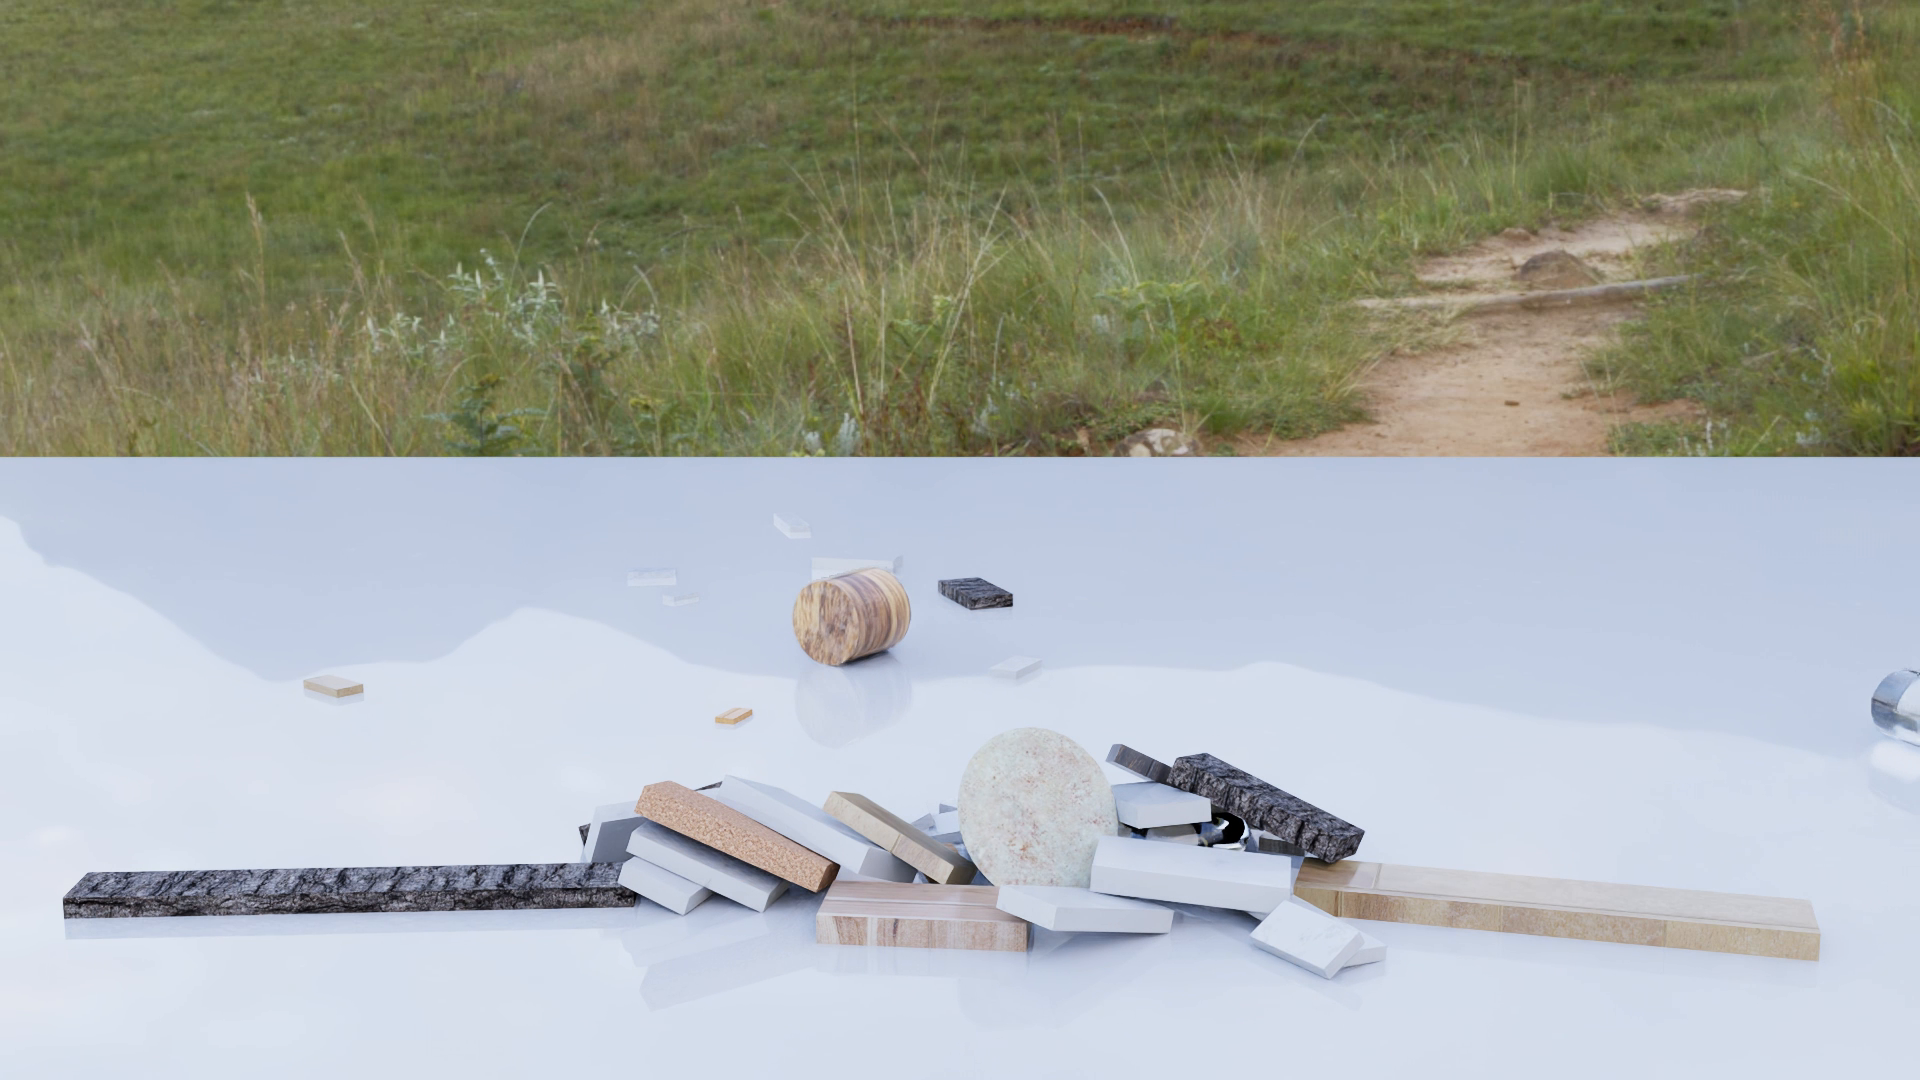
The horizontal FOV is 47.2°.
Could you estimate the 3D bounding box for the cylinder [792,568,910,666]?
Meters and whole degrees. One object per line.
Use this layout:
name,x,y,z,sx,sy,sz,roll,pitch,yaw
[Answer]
cylinder,-0.260,0.183,5.302,0.203,0.203,0.203,7,13,35

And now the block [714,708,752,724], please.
block,-0.490,0.381,4.761,0.045,0.013,0.090,4,11,21

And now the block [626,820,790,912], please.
block,-0.413,0.532,3.655,0.252,0.036,0.126,22,15,10

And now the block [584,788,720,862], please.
block,-0.520,0.498,3.828,0.250,0.125,0.035,-6,48,-28

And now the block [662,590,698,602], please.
block,-0.760,0.152,5.991,0.045,0.013,0.090,9,14,41

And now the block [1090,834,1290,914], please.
block,0.375,0.541,3.561,0.314,0.044,0.157,6,11,8

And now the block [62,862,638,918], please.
block,-0.995,0.578,3.636,0.914,0.035,0.125,-1,11,-3

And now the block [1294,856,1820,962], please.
block,0.949,0.590,3.544,0.803,0.044,0.157,3,11,15

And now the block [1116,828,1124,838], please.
block,0.213,0.481,3.930,0.084,0.024,0.167,-7,48,-40

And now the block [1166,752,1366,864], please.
block,0.526,0.457,3.777,0.314,0.044,0.157,25,9,24

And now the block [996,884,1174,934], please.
block,0.198,0.579,3.452,0.260,0.037,0.130,10,2,-41

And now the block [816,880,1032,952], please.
block,-0.052,0.597,3.501,0.329,0.047,0.165,1,11,6

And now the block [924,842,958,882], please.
block,-0.033,0.556,3.795,0.070,0.020,0.140,-2,11,-12

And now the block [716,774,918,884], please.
block,-0.241,0.491,3.734,0.329,0.047,0.165,21,-2,34

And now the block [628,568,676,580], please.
block,-0.880,0.095,6.283,0.137,0.019,0.068,-1,11,-6

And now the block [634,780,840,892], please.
block,-0.365,0.491,3.661,0.329,0.047,0.165,22,0,8

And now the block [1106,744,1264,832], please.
block,0.407,0.444,3.947,0.292,0.035,0.122,25,-7,-1

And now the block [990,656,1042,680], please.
block,0.132,0.300,5.175,0.070,0.020,0.140,6,12,27

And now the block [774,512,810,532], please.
block,-0.543,-0.057,7.101,0.068,0.019,0.264,-3,11,-16

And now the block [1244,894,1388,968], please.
block,0.535,0.601,3.493,0.084,0.024,0.335,-2,13,-30

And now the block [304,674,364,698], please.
block,-1.426,0.332,5.003,0.137,0.019,0.068,9,14,41

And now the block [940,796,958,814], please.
block,0.104,0.507,4.014,0.260,0.037,0.130,8,13,38

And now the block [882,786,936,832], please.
block,-0.098,0.500,3.991,0.084,0.024,0.167,-29,14,-3

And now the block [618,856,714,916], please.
block,-0.457,0.547,3.690,0.126,0.036,0.252,24,17,14

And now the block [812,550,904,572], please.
block,-0.299,0.061,6.421,0.244,0.035,0.122,2,11,13

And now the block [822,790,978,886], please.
block,-0.099,0.501,3.693,0.252,0.036,0.126,29,2,22

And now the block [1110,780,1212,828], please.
block,0.319,0.453,3.773,0.130,0.037,0.260,-4,2,-17

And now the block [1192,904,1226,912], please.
block,0.398,0.587,3.638,0.057,0.016,0.114,-8,13,-38

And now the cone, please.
cone,0.070,0.501,3.786,0.297,0.297,0.297,-5,-15,-27

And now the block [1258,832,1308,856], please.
block,0.602,0.526,3.946,0.084,0.024,0.168,5,12,25

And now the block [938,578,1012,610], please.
block,0.040,0.145,5.972,0.122,0.035,0.244,-4,11,-21

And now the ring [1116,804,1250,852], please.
ring,0.366,0.511,3.805,0.267,0.089,0.267,-2,2,0

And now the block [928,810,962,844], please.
block,0.054,0.501,3.936,0.220,0.020,0.070,-11,24,3

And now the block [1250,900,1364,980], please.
block,0.531,0.612,3.373,0.084,0.024,0.168,-41,28,-21

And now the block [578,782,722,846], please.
block,-0.552,0.493,3.971,0.125,0.035,0.250,-21,-5,40
